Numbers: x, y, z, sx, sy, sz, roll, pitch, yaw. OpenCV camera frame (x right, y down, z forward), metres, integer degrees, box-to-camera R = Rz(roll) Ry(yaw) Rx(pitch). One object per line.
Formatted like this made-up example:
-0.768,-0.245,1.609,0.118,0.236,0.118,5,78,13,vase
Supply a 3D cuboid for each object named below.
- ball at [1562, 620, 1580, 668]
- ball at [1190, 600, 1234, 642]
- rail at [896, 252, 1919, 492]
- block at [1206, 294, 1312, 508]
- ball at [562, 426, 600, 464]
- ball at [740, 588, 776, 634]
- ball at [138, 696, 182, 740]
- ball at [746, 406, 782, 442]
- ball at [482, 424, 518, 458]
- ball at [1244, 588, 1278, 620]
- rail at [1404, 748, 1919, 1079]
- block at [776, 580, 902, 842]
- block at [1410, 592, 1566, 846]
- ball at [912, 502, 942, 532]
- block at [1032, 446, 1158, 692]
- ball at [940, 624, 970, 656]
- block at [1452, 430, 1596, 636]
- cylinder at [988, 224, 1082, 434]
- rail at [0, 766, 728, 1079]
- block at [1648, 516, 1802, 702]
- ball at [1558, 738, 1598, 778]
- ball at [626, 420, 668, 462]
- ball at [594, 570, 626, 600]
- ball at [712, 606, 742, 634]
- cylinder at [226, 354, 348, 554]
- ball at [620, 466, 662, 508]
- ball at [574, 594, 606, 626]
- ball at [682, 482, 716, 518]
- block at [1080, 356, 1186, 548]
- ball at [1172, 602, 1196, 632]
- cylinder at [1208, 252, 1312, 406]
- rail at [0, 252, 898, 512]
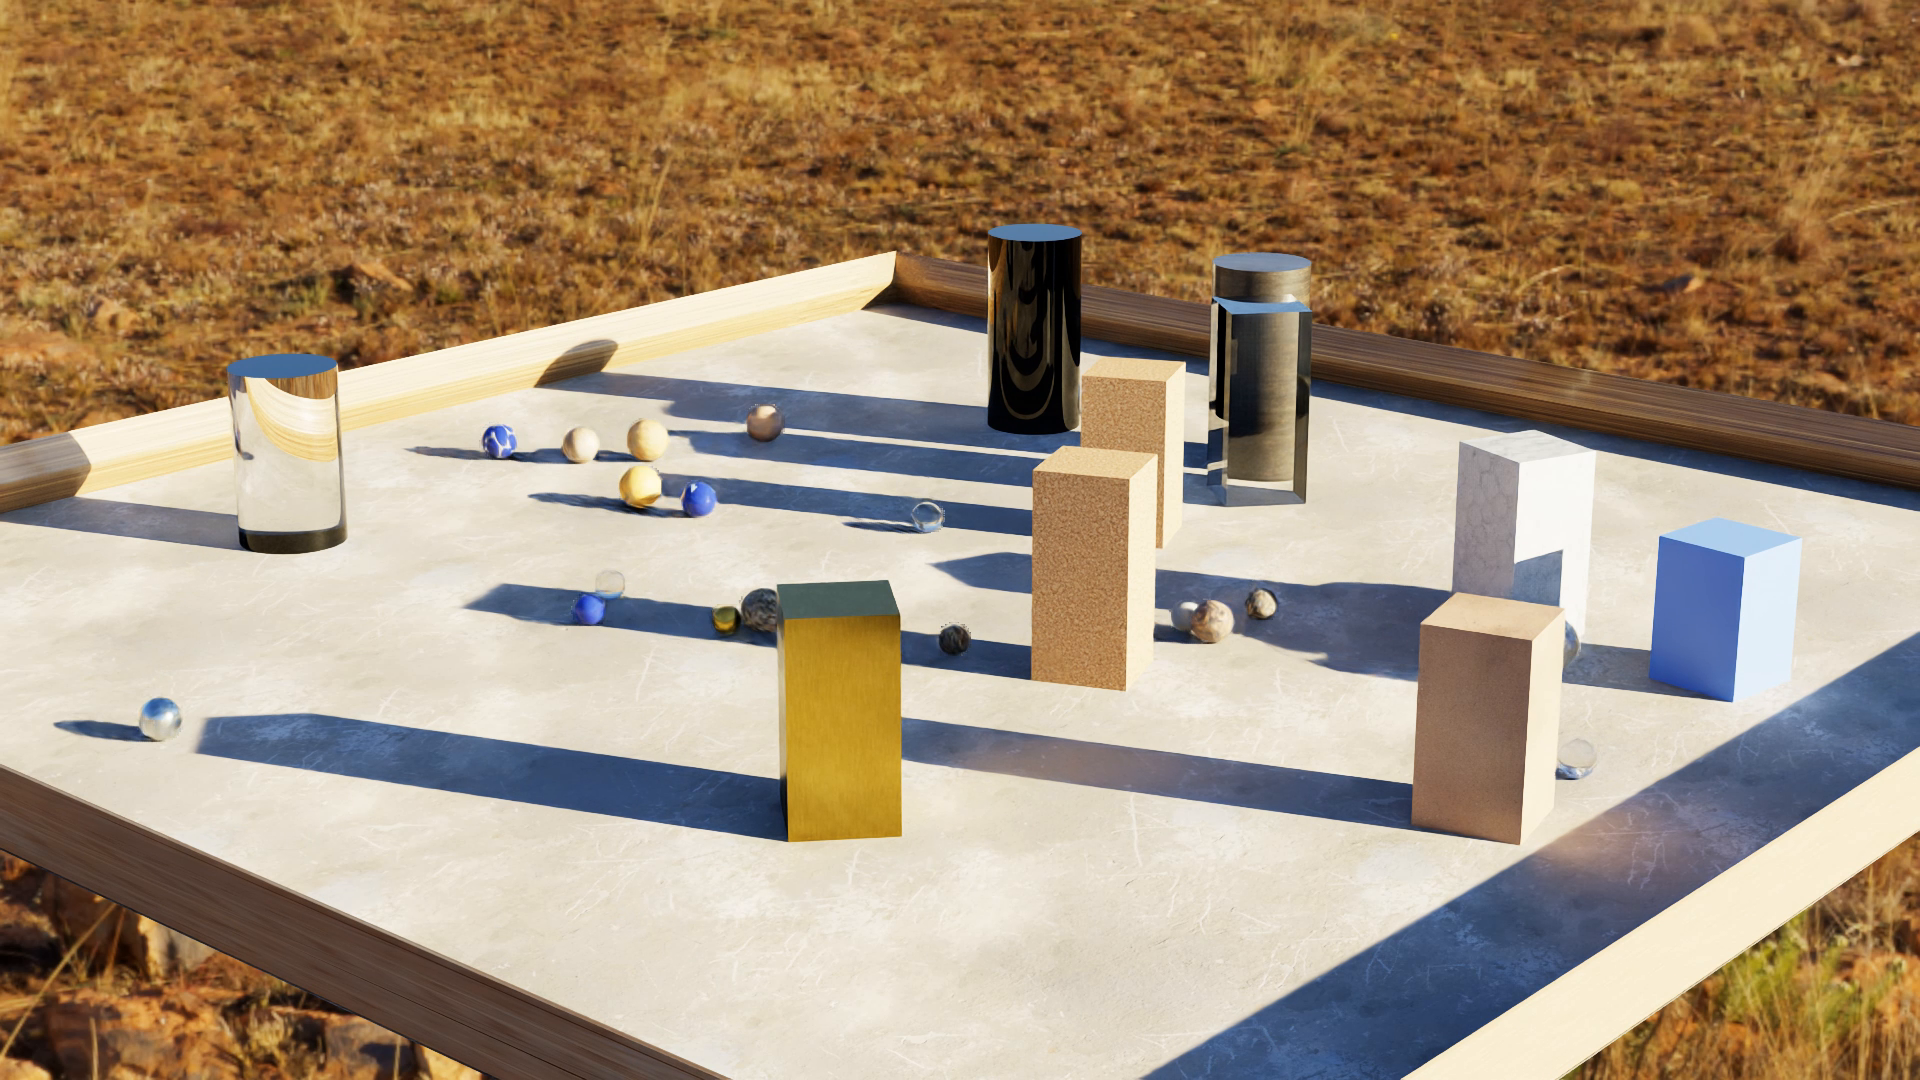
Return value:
0.956,0.167,4.744,0.090,0.090,0.090,0,17,0,ball
0.419,0.136,4.881,0.071,0.071,0.071,0,17,0,ball
1.122,-0.340,6.357,3.445,0.129,0.045,14,22,39,rail
0.580,-0.271,5.693,0.158,0.381,0.158,-3,17,-9,block
-0.772,-0.193,5.965,0.075,0.075,0.075,0,17,0,ball
-0.331,0.119,4.928,0.076,0.076,0.076,0,17,0,ball
-1.212,0.270,4.442,0.066,0.066,0.066,0,17,0,ball
-0.409,-0.243,6.125,0.077,0.077,0.077,0,17,0,ball
-0.943,-0.202,5.999,0.073,0.073,0.073,0,17,0,ball
0.513,0.109,4.996,0.055,0.055,0.055,0,17,0,ball
1.283,0.354,4.053,0.045,0.129,3.469,14,22,39,rail
-0.170,0.238,4.101,0.158,0.326,0.158,-2,17,-7,block
0.741,0.248,4.111,0.158,0.299,0.158,8,19,26,block
-0.062,-0.043,5.495,0.058,0.058,0.058,0,17,0,ball
0.215,0.044,4.701,0.158,0.350,0.158,6,18,18,block
-0.009,0.165,4.821,0.050,0.050,0.050,0,17,0,ball
0.941,-0.003,4.911,0.158,0.319,0.158,-9,19,-27,block
0.158,-0.449,6.224,0.198,0.414,0.198,0,17,0,cylinder
-1.122,0.405,3.883,3.445,0.129,0.045,14,22,39,rail
1.220,0.109,4.676,0.158,0.239,0.158,-15,22,-40,block
0.904,0.320,4.292,0.057,0.057,0.057,0,17,0,ball
-0.637,-0.203,5.979,0.085,0.085,0.085,0,17,0,ball
-0.609,0.078,5.101,0.055,0.055,0.055,0,17,0,ball
-0.391,0.134,4.921,0.050,0.050,0.050,0,17,0,ball
-1.240,-0.160,5.411,0.198,0.331,0.198,0,17,0,cylinder
-0.616,-0.102,5.652,0.082,0.082,0.082,0,17,0,ball
-0.628,0.118,4.969,0.053,0.053,0.053,0,17,0,ball
-0.498,-0.076,5.590,0.067,0.067,0.067,0,17,0,ball
0.320,-0.164,5.447,0.158,0.317,0.158,5,17,16,block
0.381,0.129,4.936,0.051,0.051,0.051,0,17,0,ball
0.604,-0.359,5.931,0.198,0.413,0.198,0,17,0,cylinder
-1.283,-0.289,6.186,0.045,0.129,3.469,14,22,39,rail
